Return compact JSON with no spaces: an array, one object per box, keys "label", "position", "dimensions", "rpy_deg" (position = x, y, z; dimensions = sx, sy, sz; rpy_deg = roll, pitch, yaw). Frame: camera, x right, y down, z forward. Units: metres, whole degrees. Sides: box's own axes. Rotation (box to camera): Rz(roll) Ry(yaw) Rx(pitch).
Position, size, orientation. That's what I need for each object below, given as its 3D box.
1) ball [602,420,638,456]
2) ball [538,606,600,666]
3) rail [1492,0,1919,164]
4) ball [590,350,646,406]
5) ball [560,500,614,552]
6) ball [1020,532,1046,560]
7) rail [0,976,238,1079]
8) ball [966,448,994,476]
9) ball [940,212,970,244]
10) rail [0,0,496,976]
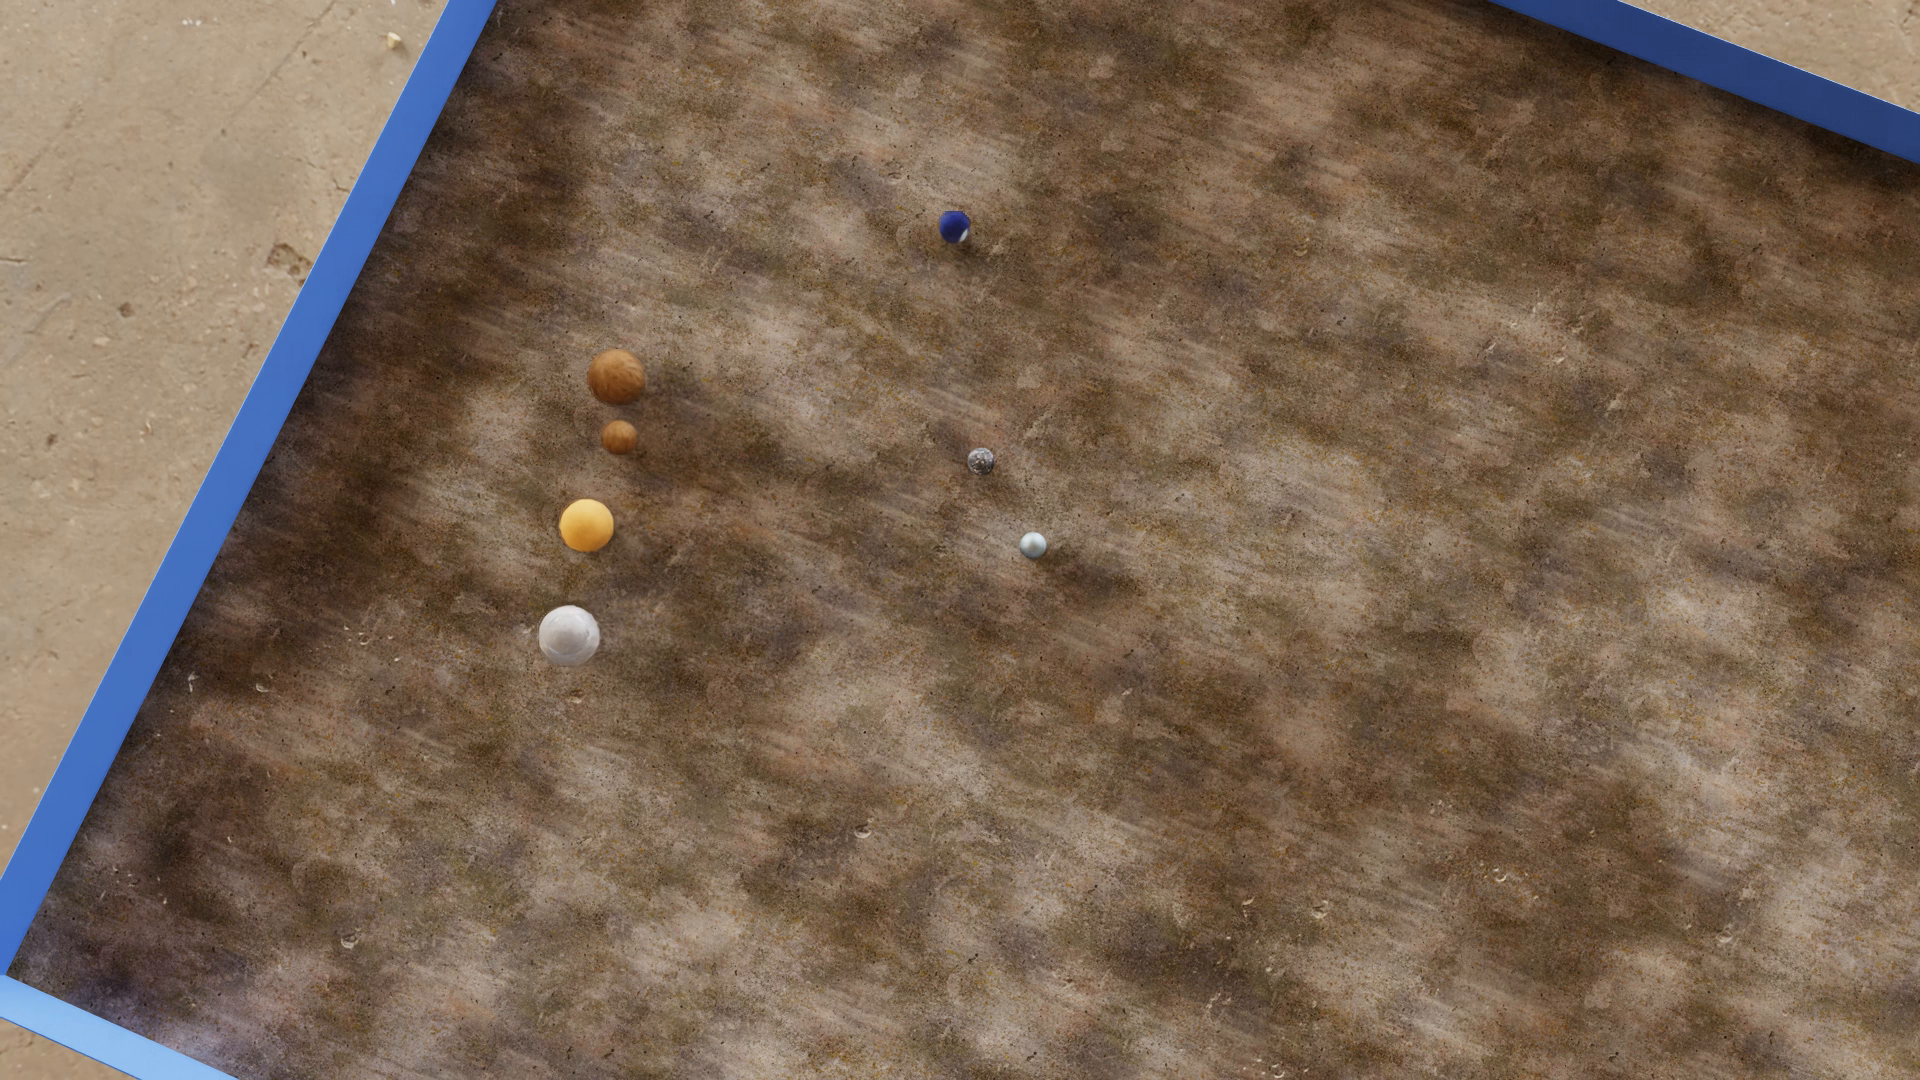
[{"label":"ball","position":[-0.518,-0.156,3.357],"dimensions":[0.053,0.053,0.053],"rpy_deg":[0,77,0]},{"label":"ball","position":[-0.581,0.142,3.271],"dimensions":[0.090,0.090,0.090],"rpy_deg":[0,77,0]},{"label":"rail","position":[1.420,-0.639,3.431],"dimensions":[4.233,0.117,0.045],"rpy_deg":[22,78,5]},{"label":"ball","position":[-0.523,-0.247,3.361],"dimensions":[0.084,0.084,0.084],"rpy_deg":[0,77,0]},{"label":"ball","position":[-0.562,-0.021,3.313],"dimensions":[0.080,0.080,0.080],"rpy_deg":[0,77,0]},{"label":"ball","position":[0.110,0.008,3.326],"dimensions":[0.041,0.041,0.041],"rpy_deg":[0,77,0]},{"label":"rail","position":[0.531,1.426,2.970],"dimensions":[4.233,0.117,0.045],"rpy_deg":[22,78,5]},{"label":"ball","position":[0.032,-0.120,3.354],"dimensions":[0.043,0.043,0.043],"rpy_deg":[0,77,0]},{"label":"ball","position":[-0.009,-0.487,3.434],"dimensions":[0.047,0.047,0.047],"rpy_deg":[0,77,0]},{"label":"rail","position":[-0.954,-0.398,3.377],"dimensions":[0.045,0.117,2.342],"rpy_deg":[22,78,5]}]
